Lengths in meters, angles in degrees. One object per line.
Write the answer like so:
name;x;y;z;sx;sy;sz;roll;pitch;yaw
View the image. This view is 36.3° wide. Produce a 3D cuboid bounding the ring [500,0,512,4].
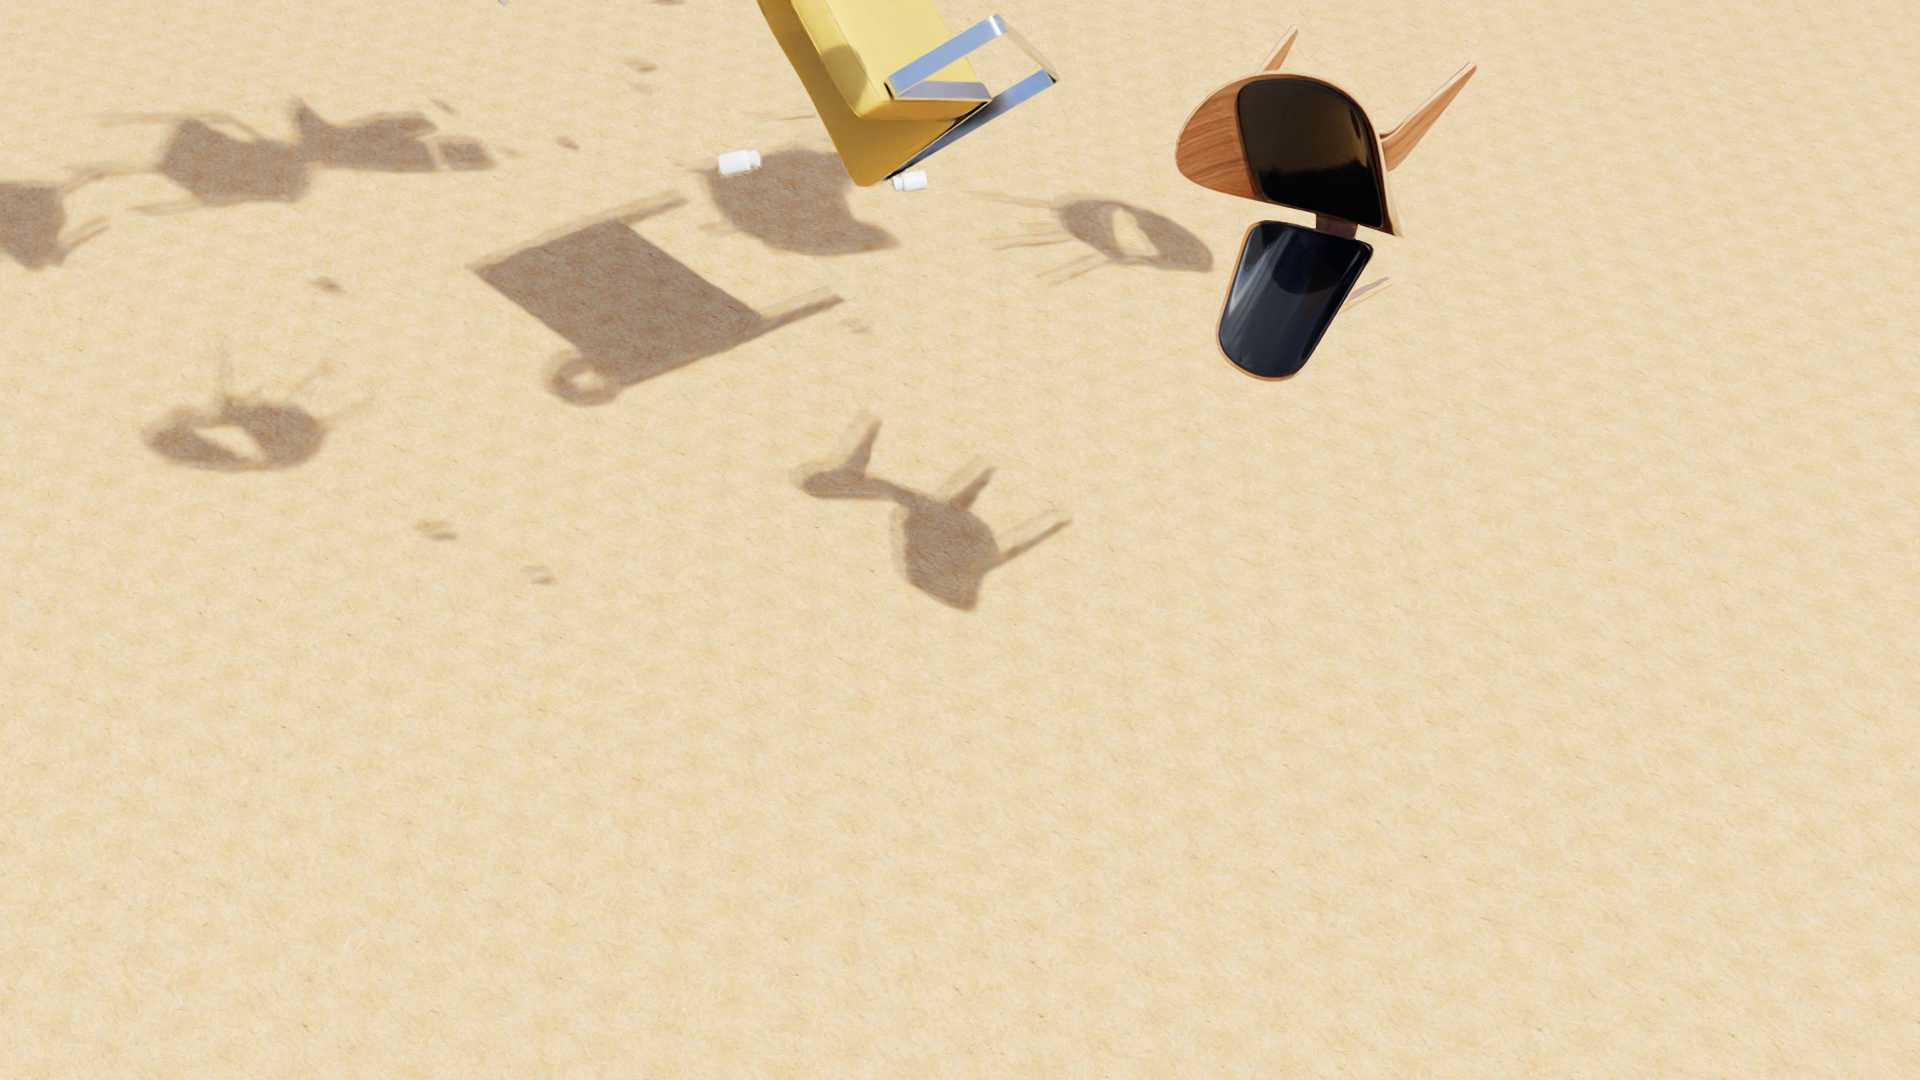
ring;-1.612;-1.932;10.337;0.024;0.096;0.071;-17;11;36
